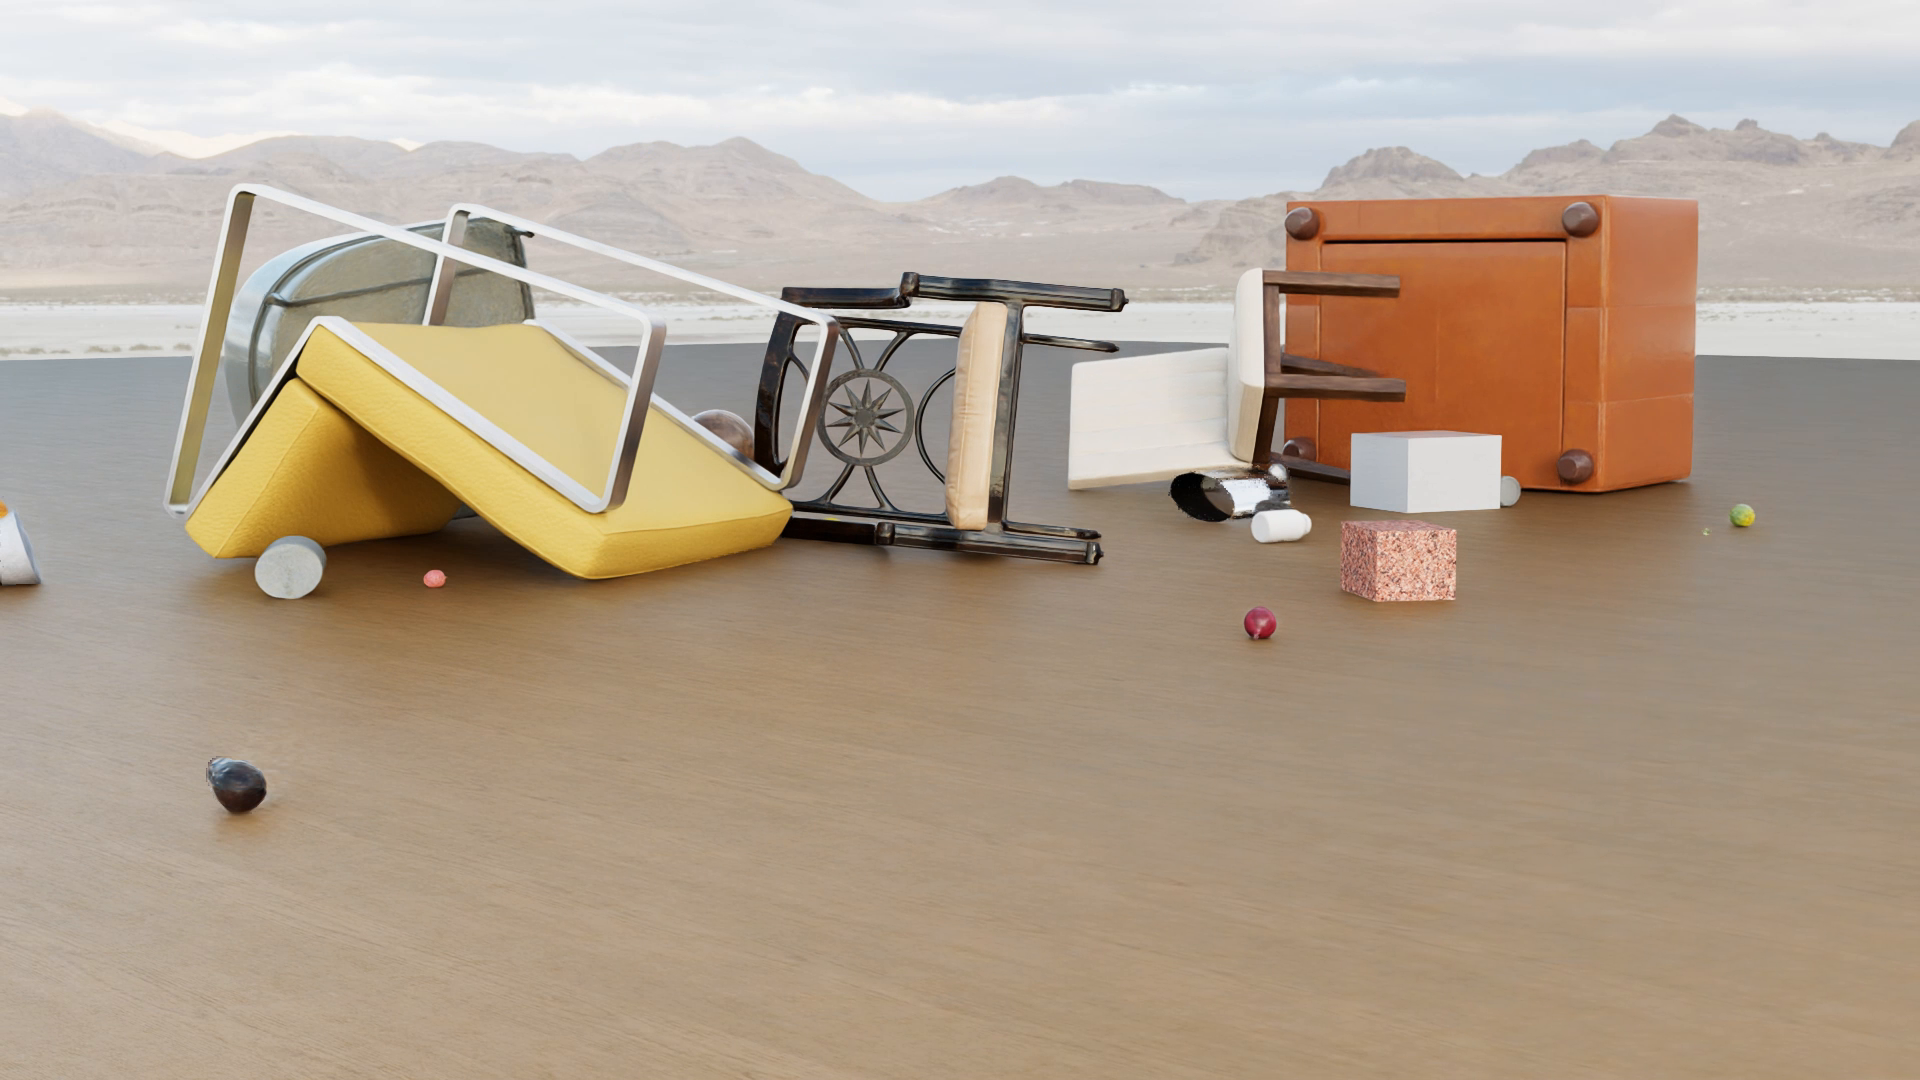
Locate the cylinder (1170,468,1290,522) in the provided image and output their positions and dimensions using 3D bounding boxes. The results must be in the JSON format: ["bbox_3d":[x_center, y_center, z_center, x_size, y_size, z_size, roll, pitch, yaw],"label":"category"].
[{"bbox_3d":[0.737,-0.125,6.990,0.214,0.122,0.269,23,19,37],"label":"cylinder"}]

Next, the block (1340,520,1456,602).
[{"bbox_3d":[0.906,0.041,5.315,0.169,0.143,0.219,-1,6,-11],"label":"block"}]

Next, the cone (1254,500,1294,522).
[{"bbox_3d":[0.842,-0.069,6.932,0.107,0.061,0.108,11,-10,1],"label":"cone"}]

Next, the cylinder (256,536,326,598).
[{"bbox_3d":[-1.387,0.056,5.320,0.134,0.113,0.172,-8,7,-10],"label":"cylinder"}]

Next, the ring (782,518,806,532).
[{"bbox_3d":[-0.430,-0.038,6.635,0.061,0.031,0.093,1,5,0],"label":"ring"}]

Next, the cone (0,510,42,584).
[{"bbox_3d":[-2.122,0.059,5.446,0.285,0.166,0.303,-19,4,-16],"label":"cone"}]

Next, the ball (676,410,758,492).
[{"bbox_3d":[-0.746,-0.275,7.862,0.250,0.250,0.250,0,6,0],"label":"ball"}]

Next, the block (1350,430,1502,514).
[{"bbox_3d":[1.327,-0.198,7.319,0.323,0.207,0.270,-3,7,-27],"label":"block"}]
